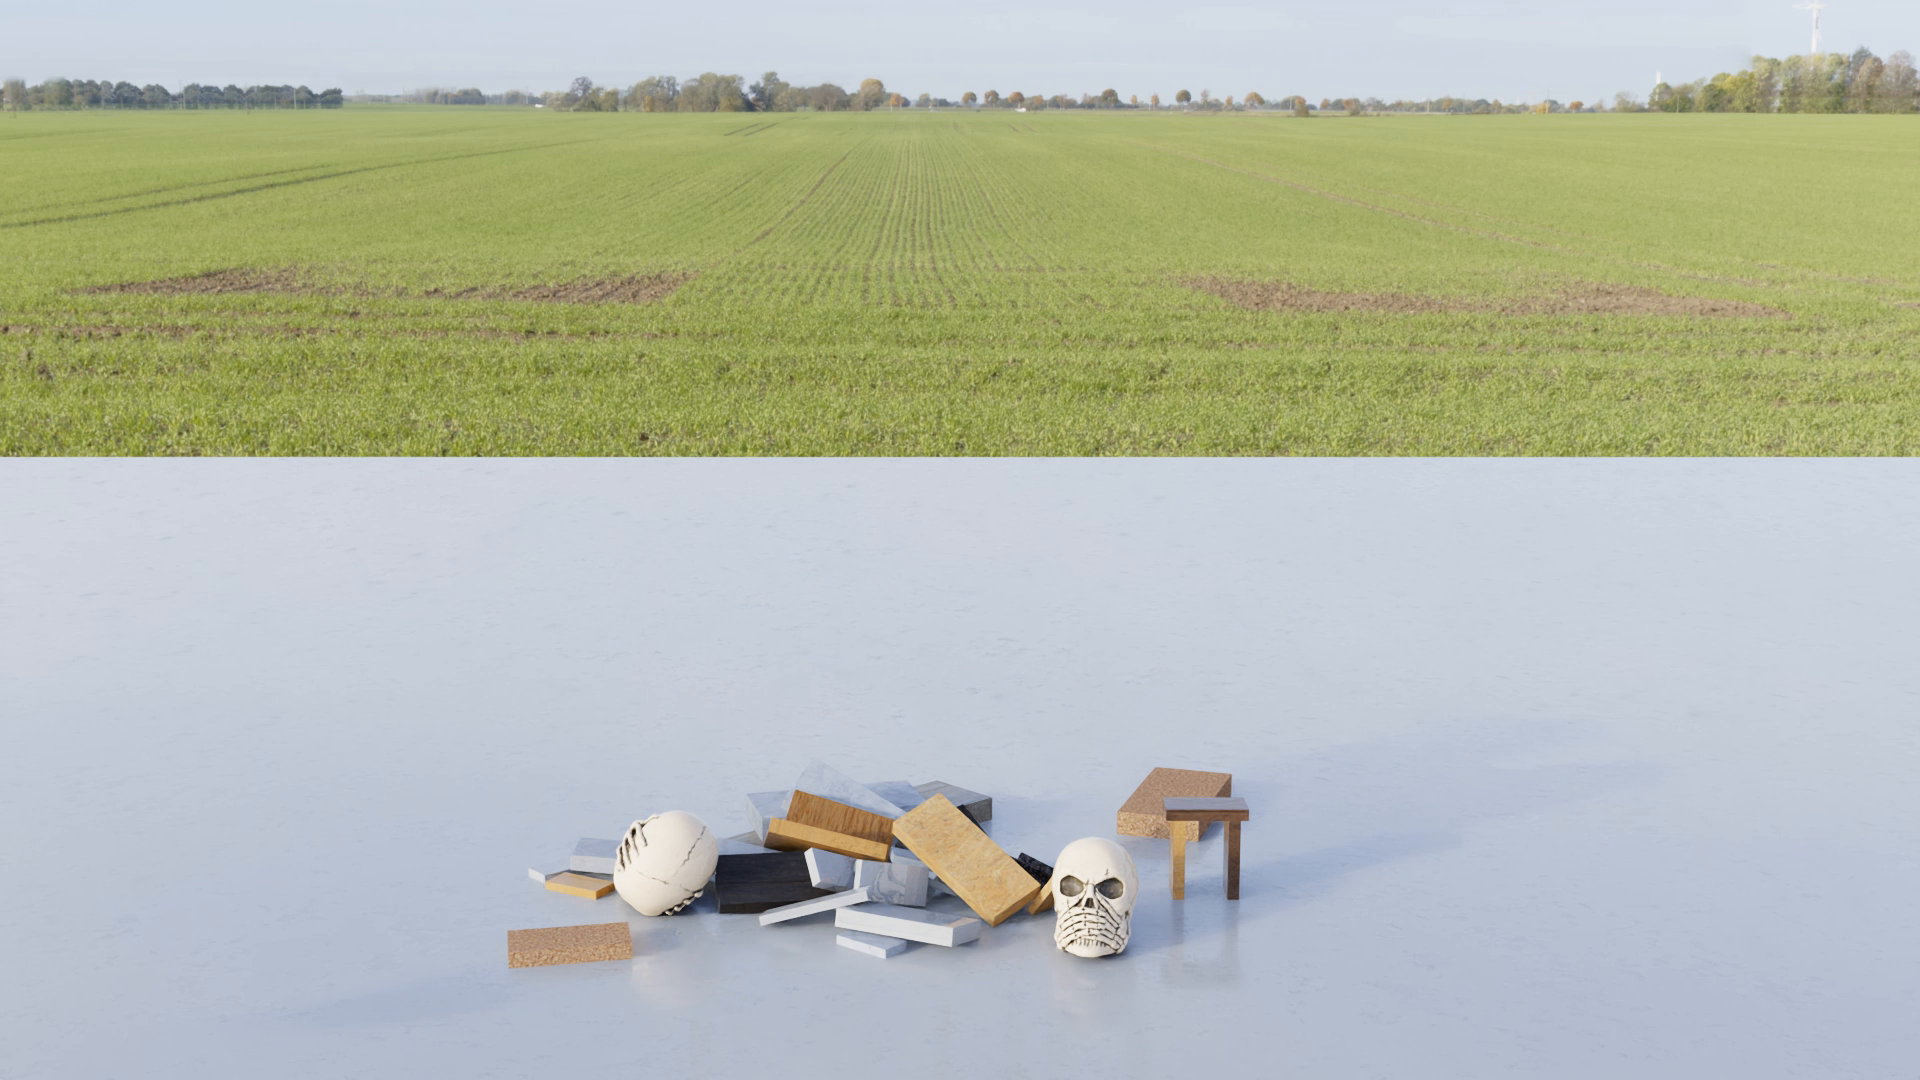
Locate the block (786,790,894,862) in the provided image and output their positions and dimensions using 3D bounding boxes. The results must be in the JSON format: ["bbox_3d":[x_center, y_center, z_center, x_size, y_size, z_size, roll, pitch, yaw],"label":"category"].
[{"bbox_3d":[-0.208,0.501,3.767,0.186,0.093,0.026,17,-31,-3],"label":"block"}]

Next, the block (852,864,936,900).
[{"bbox_3d":[-0.109,0.562,3.632,0.127,0.018,0.063,22,-3,-33],"label":"block"}]

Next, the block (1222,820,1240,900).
[{"bbox_3d":[0.452,0.522,3.660,0.019,0.136,0.068,0,11,0],"label":"block"}]

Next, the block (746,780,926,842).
[{"bbox_3d":[-0.220,0.480,3.911,0.299,0.042,0.149,-3,11,-16],"label":"block"}]

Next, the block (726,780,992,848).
[{"bbox_3d":[-0.179,0.518,3.939,0.518,0.042,0.149,-10,14,-43],"label":"block"}]

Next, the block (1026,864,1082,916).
[{"bbox_3d":[0.153,0.565,3.561,0.050,0.101,0.014,-12,54,-48],"label":"block"}]

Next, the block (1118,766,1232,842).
[{"bbox_3d":[0.402,0.490,4.094,0.149,0.042,0.299,3,11,18],"label":"block"}]

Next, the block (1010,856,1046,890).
[{"bbox_3d":[0.081,0.549,3.680,0.138,0.020,0.069,25,11,1],"label":"block"}]

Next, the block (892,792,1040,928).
[{"bbox_3d":[0.009,0.520,3.590,0.102,0.029,0.246,-29,53,-32],"label":"block"}]

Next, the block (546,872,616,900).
[{"bbox_3d":[-0.636,0.580,3.685,0.104,0.015,0.052,6,12,28],"label":"block"}]

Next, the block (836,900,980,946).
[{"bbox_3d":[-0.082,0.603,3.464,0.204,0.029,0.102,5,0,25],"label":"block"}]

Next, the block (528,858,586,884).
[{"bbox_3d":[-0.680,0.564,3.769,0.104,0.015,0.052,-9,14,-42],"label":"block"}]

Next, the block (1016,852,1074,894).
[{"bbox_3d":[0.141,0.558,3.681,0.101,0.014,0.050,26,11,5],"label":"block"}]

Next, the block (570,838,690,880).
[{"bbox_3d":[-0.564,0.547,3.776,0.192,0.027,0.096,5,10,-1],"label":"block"}]

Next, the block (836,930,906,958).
[{"bbox_3d":[-0.138,0.627,3.428,0.101,0.014,0.050,8,13,38],"label":"block"}]

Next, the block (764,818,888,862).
[{"bbox_3d":[-0.227,0.515,3.685,0.199,0.026,0.093,14,-29,-5],"label":"block"}]

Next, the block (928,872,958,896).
[{"bbox_3d":[-0.048,0.565,3.665,0.095,0.014,0.048,22,6,-12],"label":"block"}]

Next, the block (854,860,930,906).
[{"bbox_3d":[-0.112,0.558,3.576,0.127,0.063,0.018,12,-11,-30],"label":"block"}]

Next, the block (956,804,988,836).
[{"bbox_3d":[0.012,0.503,3.644,0.069,0.020,0.138,-20,49,-26],"label":"block"}]

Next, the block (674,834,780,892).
[{"bbox_3d":[-0.374,0.552,3.689,0.192,0.027,0.096,7,39,33],"label":"block"}]

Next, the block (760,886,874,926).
[{"bbox_3d":[-0.229,0.584,3.514,0.178,0.015,0.052,-14,0,7],"label":"block"}]

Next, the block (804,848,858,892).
[{"bbox_3d":[-0.197,0.548,3.611,0.018,0.063,0.127,-39,-40,27],"label":"block"}]

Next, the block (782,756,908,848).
[{"bbox_3d":[-0.196,0.472,3.820,0.204,0.029,0.102,30,56,5],"label":"block"}]

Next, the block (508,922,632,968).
[{"bbox_3d":[-0.604,0.626,3.402,0.186,0.026,0.093,-2,11,-12],"label":"block"}]

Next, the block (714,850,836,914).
[{"bbox_3d":[-0.303,0.559,3.602,0.192,0.027,0.096,-1,47,-13],"label":"block"}]

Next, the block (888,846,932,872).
[{"bbox_3d":[-0.068,0.534,3.662,0.095,0.014,0.048,14,8,-10],"label":"block"}]

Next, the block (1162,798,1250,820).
[{"bbox_3d":[0.407,0.446,3.646,0.136,0.019,0.068,0,11,0],"label":"block"}]

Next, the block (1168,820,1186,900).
[{"bbox_3d":[0.362,0.522,3.660,0.019,0.136,0.068,0,11,0],"label":"block"}]

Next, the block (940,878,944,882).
[{"bbox_3d":[0.013,0.568,3.677,0.095,0.014,0.048,14,8,-9],"label":"block"}]
